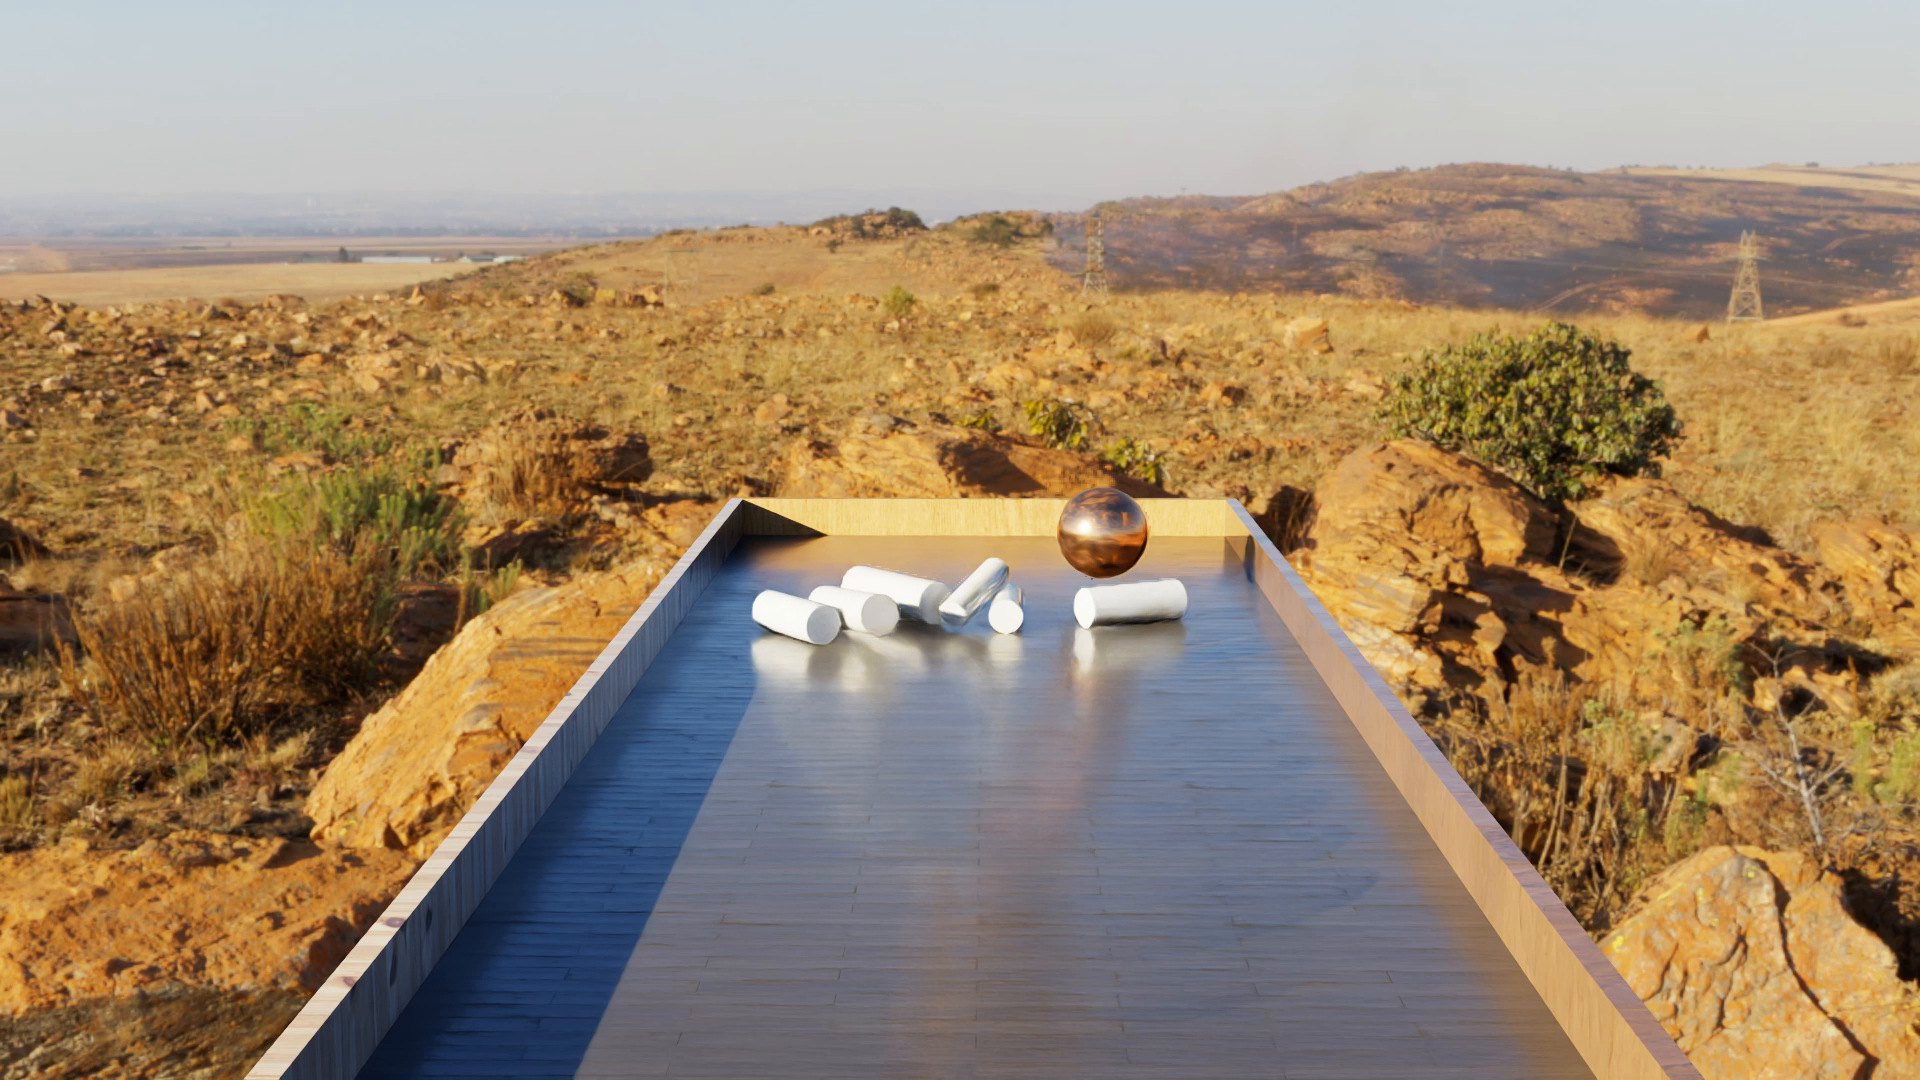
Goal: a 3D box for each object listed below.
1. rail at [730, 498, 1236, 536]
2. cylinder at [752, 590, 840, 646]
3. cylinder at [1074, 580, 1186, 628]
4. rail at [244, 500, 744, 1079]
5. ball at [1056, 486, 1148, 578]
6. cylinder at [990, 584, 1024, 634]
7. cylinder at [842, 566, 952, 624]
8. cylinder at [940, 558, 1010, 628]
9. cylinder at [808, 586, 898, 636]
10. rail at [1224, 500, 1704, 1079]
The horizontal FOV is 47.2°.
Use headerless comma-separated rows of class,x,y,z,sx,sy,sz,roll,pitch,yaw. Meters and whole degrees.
rail,0.099,-0.098,9.147,2.100,0.150,0.050,0,9,1
cylinder,-0.526,0.247,7.044,0.128,0.128,0.330,-6,11,-35
cylinder,0.565,0.210,7.269,0.354,0.130,0.130,-5,10,-27
rail,-1.004,0.839,3.234,0.050,0.150,12.000,0,9,1
ball,0.505,-0.027,7.792,0.324,0.324,0.324,0,9,0
cylinder,0.155,0.224,7.250,0.109,0.109,0.314,0,9,3
cylinder,-0.215,0.184,7.395,0.143,0.143,0.425,-7,12,-39
cylinder,0.050,0.173,7.244,0.100,0.100,0.302,5,31,31
cylinder,-0.346,0.225,7.055,0.133,0.133,0.397,-5,5,-28
rail,1.046,0.843,3.208,0.050,0.150,12.000,0,9,1
